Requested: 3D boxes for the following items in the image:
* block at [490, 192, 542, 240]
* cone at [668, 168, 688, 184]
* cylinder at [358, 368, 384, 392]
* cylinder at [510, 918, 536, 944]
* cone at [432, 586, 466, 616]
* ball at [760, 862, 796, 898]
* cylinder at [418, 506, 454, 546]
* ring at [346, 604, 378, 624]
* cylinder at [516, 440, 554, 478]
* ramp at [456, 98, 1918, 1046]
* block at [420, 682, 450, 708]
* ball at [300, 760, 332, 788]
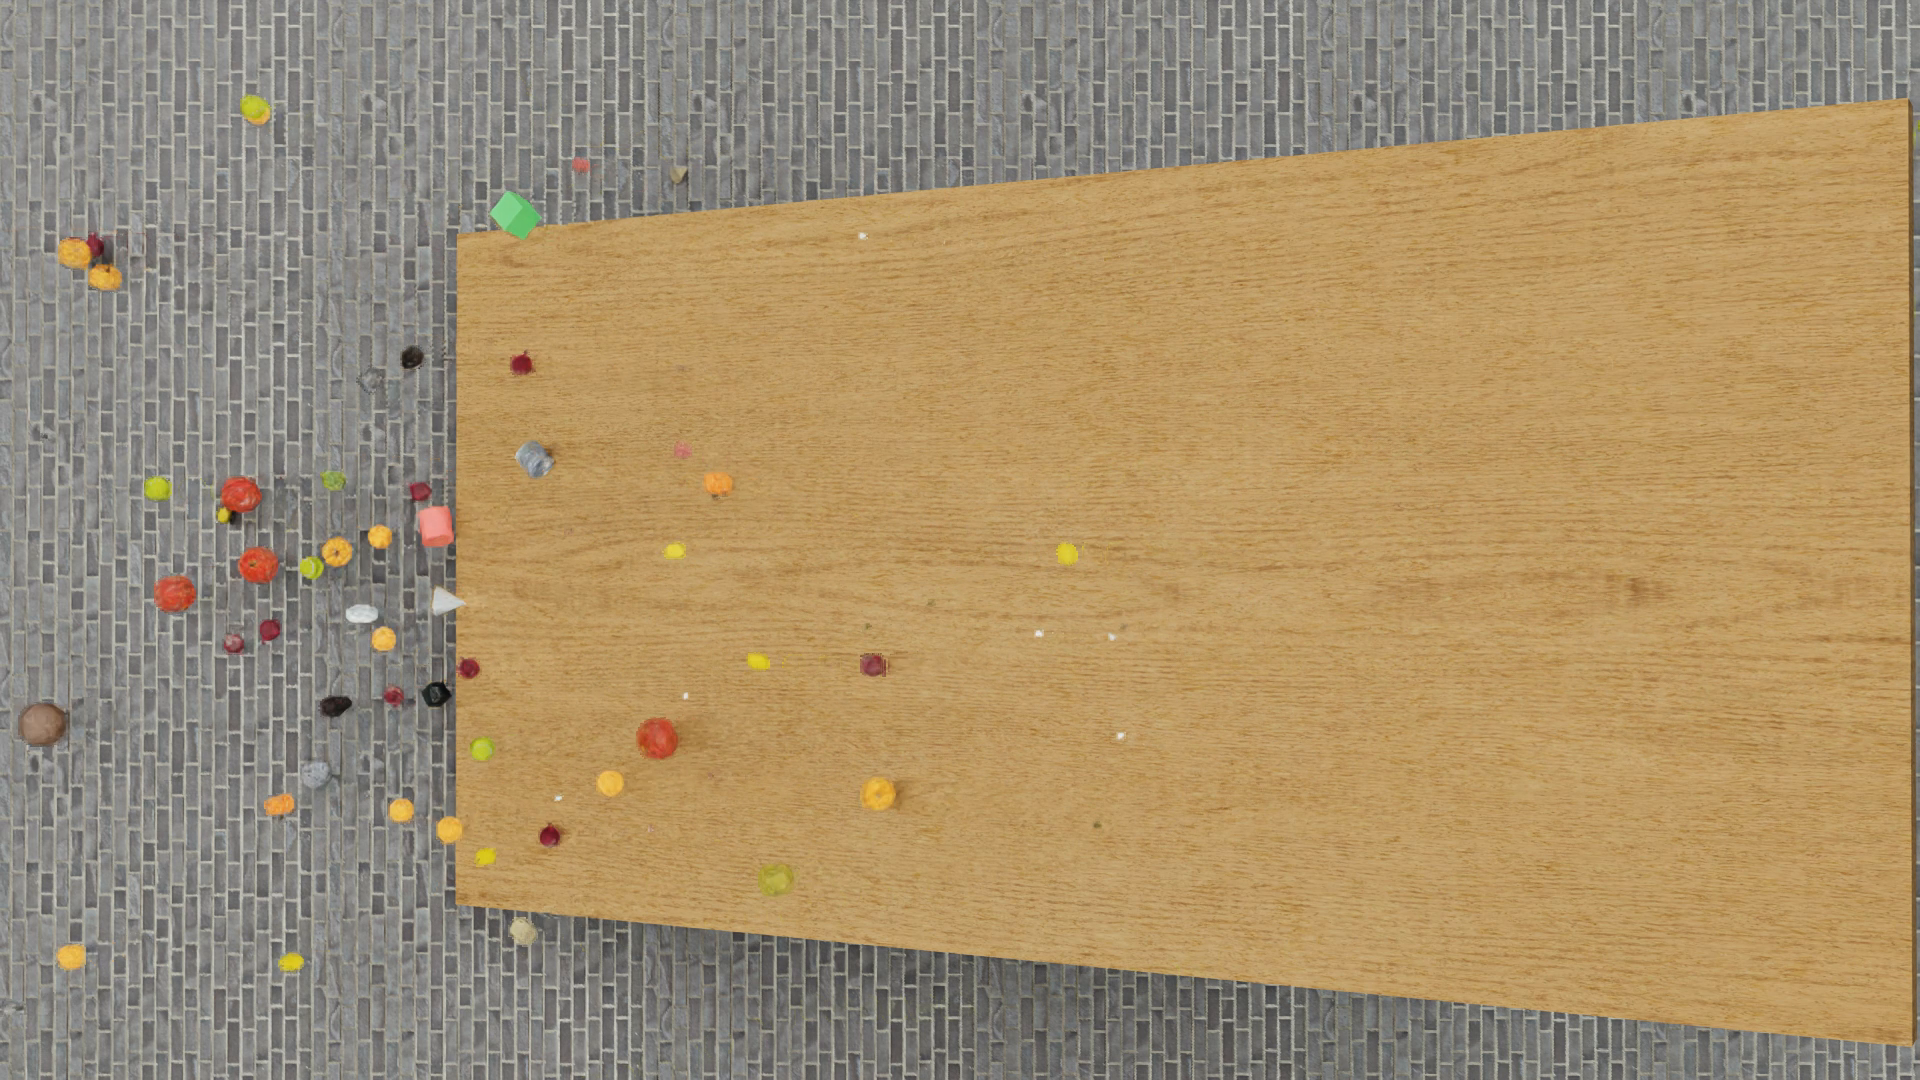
[{"bbox_3d":[-1.296,-0.947,6.414,0.087,0.087,0.087,-49,60,10],"label":"block"},{"bbox_3d":[-0.843,-1.113,6.649,0.052,0.052,0.052,-35,89,-27],"label":"cone"},{"bbox_3d":[-1.768,-0.481,6.603,0.054,0.054,0.054,-41,90,-20],"label":"cylinder"},{"bbox_3d":[-1.269,1.137,6.392,0.055,0.055,0.055,29,89,25],"label":"cylinder"},{"bbox_3d":[-1.511,0.185,6.541,0.090,0.090,0.090,4,89,2],"label":"cone"},{"bbox_3d":[-0.462,0.862,5.588,0.091,0.091,0.091,0,89,0],"label":"ball"},{"bbox_3d":[-1.556,-0.039,6.536,0.093,0.093,0.093,-12,72,0],"label":"cylinder"},{"bbox_3d":[-1.790,0.222,6.581,0.098,0.098,0.033,3,110,0],"label":"ring"},{"bbox_3d":[-1.230,-0.235,6.370,0.077,0.077,0.077,-43,69,0],"label":"cylinder"},{"bbox_3d":[0.274,0.076,5.641,4.000,0.100,2.000,0,89,29],"label":"ramp"},{"bbox_3d":[-1.564,0.460,6.561,0.053,0.053,0.053,-40,71,23],"label":"block"},{"bbox_3d":[-1.932,0.703,6.598,0.088,0.088,0.088,0,89,0],"label":"ball"}]
